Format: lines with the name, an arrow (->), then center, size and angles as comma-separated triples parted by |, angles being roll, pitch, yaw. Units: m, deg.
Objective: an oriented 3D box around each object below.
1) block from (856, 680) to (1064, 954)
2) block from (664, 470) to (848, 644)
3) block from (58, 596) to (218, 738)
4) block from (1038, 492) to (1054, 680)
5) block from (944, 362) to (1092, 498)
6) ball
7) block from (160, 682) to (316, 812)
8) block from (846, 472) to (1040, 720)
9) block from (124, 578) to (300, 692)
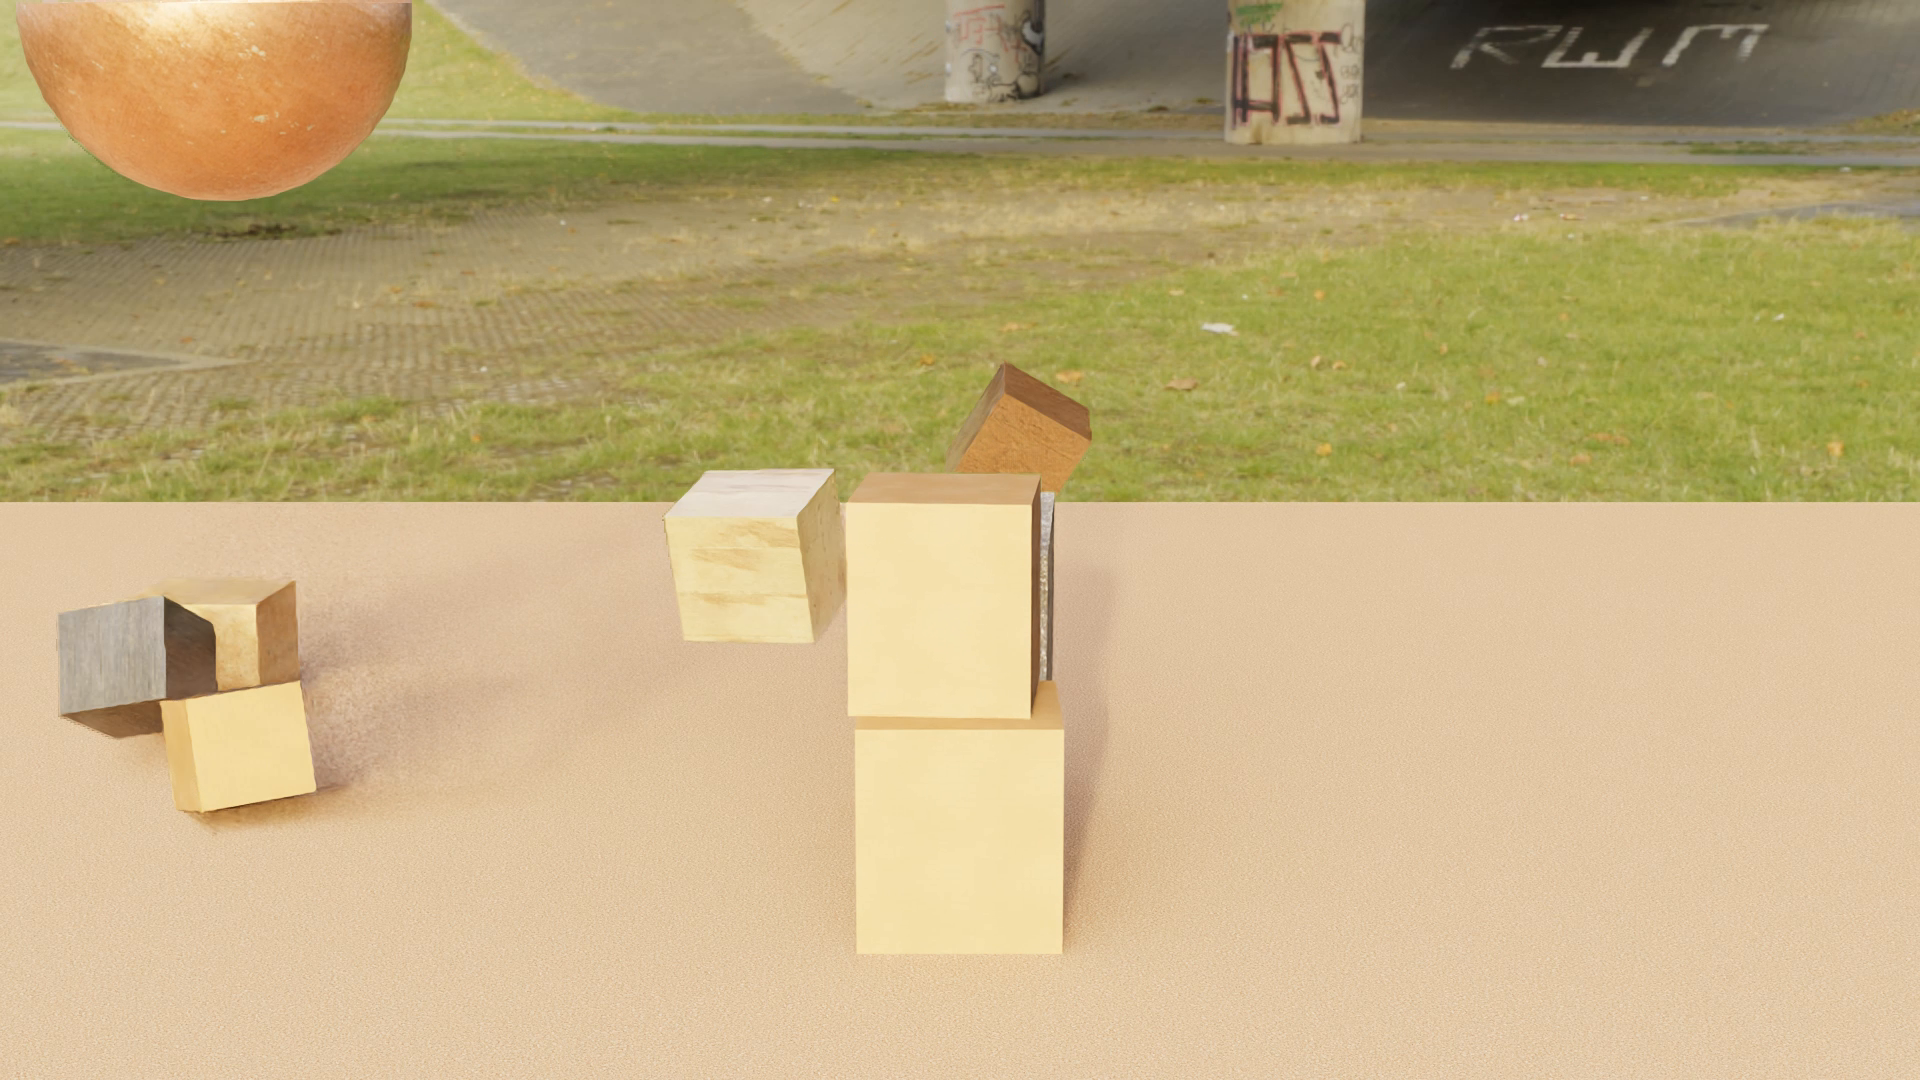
block -> -0.002, 1.139, 10.694 | 0.831, 0.933, 0.833 | 0, 10, 0
block -> -1.041, 0.077, 13.362 | 0.710, 0.698, 0.638 | 0, 24, 17
block -> -4.219, 0.661, 13.193 | 0.560, 0.533, 0.618 | -9, -17, 6
block -> -0.003, 0.325, 11.604 | 0.823, 0.877, 0.802 | 1, 21, 4
block -> 0.301, -0.485, 13.420 | 0.525, 0.603, 0.492 | 29, 21, -11
ball -> -3.117, -2.228, 10.775 | 1.600, 1.600, 1.600 | 0, 10, 0
block -> -3.459, 0.984, 12.278 | 0.535, 0.526, 0.604 | -9, 0, -28
block -> -0.054, 0.217, 10.702 | 0.741, 0.878, 0.787 | 1, 10, 4
block -> -4.204, 0.606, 14.424 | 0.756, 0.647, 0.694 | 1, 10, 3
